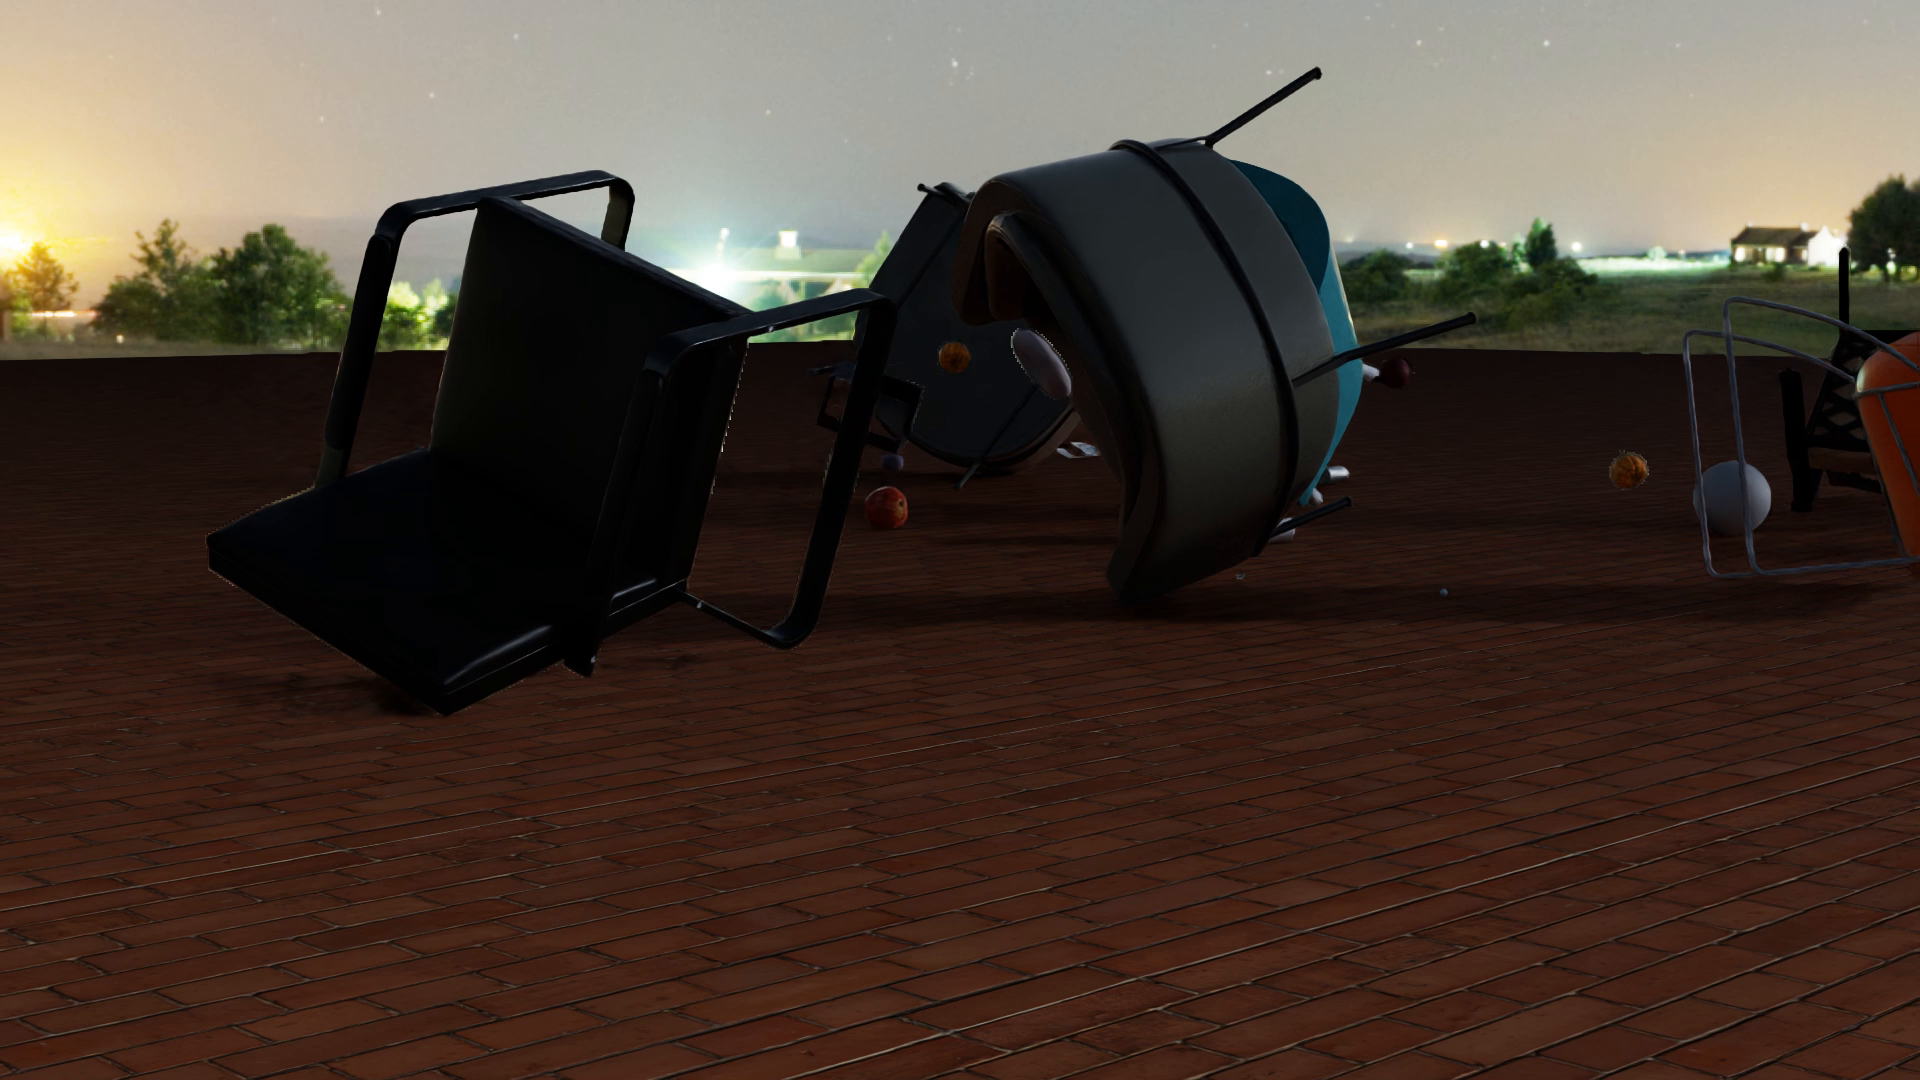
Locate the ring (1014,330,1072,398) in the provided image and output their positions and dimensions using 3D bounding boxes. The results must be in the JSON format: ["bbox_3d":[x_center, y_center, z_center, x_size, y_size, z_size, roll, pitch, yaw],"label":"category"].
[{"bbox_3d":[0.135,-0.287,4.187,0.036,0.116,0.150,-35,45,-8],"label":"ring"}]

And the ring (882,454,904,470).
[{"bbox_3d":[-0.231,-0.264,8.739,0.069,0.050,0.088,-3,7,-43],"label":"ring"}]

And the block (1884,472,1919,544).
[{"bbox_3d":[2.371,-0.089,6.151,0.200,0.162,0.193,-3,-5,-37],"label":"block"}]

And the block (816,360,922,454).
[{"bbox_3d":[-0.276,-0.407,7.840,0.262,0.174,0.136,21,29,5],"label":"block"}]

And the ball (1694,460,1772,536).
[{"bbox_3d":[1.959,-0.106,6.507,0.191,0.191,0.191,0,6,0],"label":"ball"}]

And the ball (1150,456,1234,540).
[{"bbox_3d":[0.580,-0.105,6.410,0.209,0.209,0.209,0,6,0],"label":"ball"}]

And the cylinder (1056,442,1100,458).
[{"bbox_3d":[0.429,-0.325,9.323,0.121,0.046,0.118,15,15,26],"label":"cylinder"}]
